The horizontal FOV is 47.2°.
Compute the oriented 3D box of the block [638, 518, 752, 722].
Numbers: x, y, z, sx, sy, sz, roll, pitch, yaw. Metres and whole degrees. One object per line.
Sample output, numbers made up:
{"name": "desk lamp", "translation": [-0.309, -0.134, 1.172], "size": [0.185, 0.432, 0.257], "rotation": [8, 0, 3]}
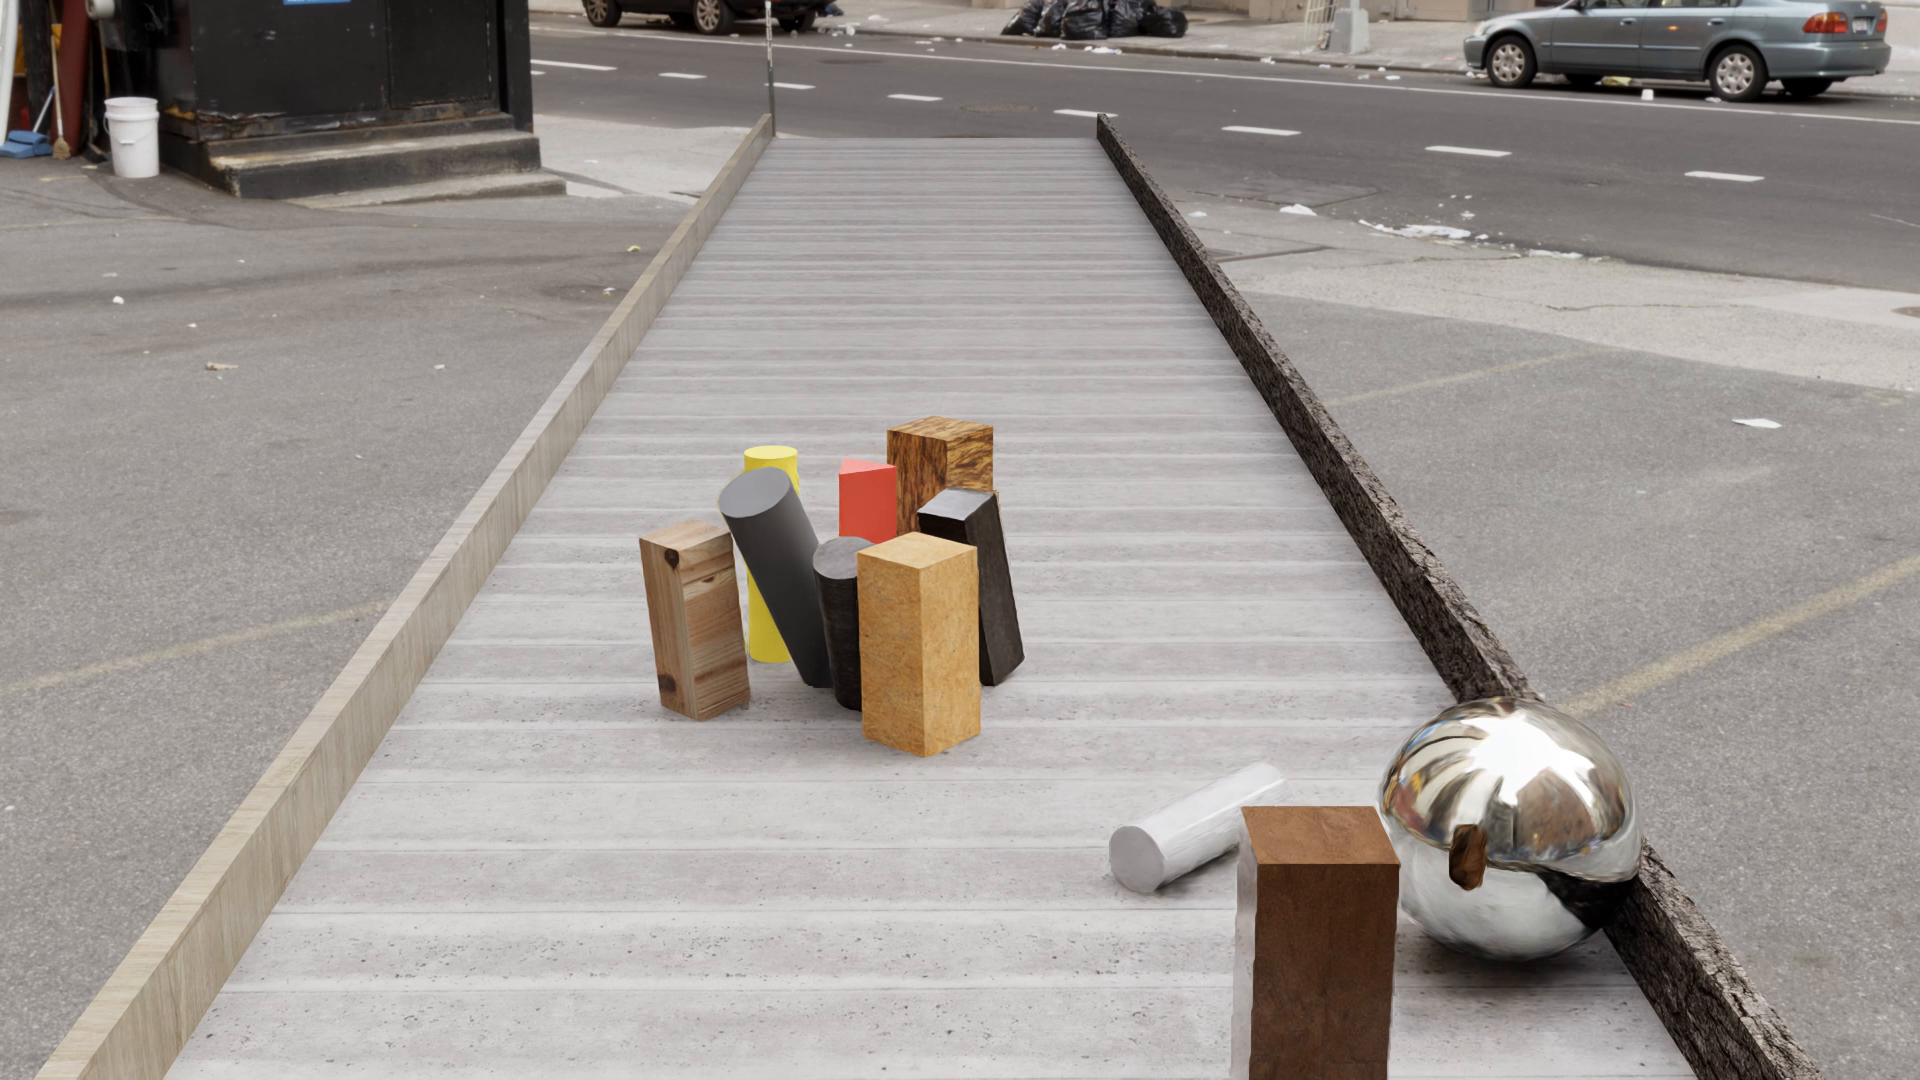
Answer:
{"name": "block", "translation": [-0.493, 0.149, 4.107], "size": [0.122, 0.342, 0.122], "rotation": [-22, 27, -39]}

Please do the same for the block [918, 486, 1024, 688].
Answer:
{"name": "block", "translation": [0.023, 0.091, 4.239], "size": [0.108, 0.373, 0.108], "rotation": [11, 35, 34]}

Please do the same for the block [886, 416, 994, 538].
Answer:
{"name": "block", "translation": [-0.044, -0.085, 4.915], "size": [0.168, 0.341, 0.168], "rotation": [12, 20, 35]}

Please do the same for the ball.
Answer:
{"name": "ball", "translation": [0.777, 0.412, 3.137], "size": [0.375, 0.375, 0.375], "rotation": [0, 17, 0]}

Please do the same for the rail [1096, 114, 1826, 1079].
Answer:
{"name": "rail", "translation": [0.932, -0.844, 7.801], "size": [0.050, 0.150, 12.000], "rotation": [0, 17, -1]}

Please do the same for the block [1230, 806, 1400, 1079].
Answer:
{"name": "block", "translation": [0.436, 0.541, 2.736], "size": [0.168, 0.382, 0.168], "rotation": [0, 17, 0]}

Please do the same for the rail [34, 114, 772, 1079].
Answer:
{"name": "rail", "translation": [-1.118, -0.838, 7.780], "size": [0.050, 0.150, 12.000], "rotation": [0, 17, -1]}

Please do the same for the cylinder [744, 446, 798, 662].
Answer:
{"name": "cylinder", "translation": [-0.372, 0.029, 4.391], "size": [0.105, 0.421, 0.105], "rotation": [0, 17, 0]}

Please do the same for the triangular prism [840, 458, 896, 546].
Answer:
{"name": "triangular prism", "translation": [-0.216, -0.003, 4.663], "size": [0.129, 0.327, 0.112], "rotation": [-9, 19, -27]}

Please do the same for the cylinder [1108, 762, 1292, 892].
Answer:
{"name": "cylinder", "translation": [0.387, 0.454, 3.501], "size": [0.109, 0.109, 0.346], "rotation": [15, 22, 40]}

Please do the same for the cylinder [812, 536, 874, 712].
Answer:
{"name": "cylinder", "translation": [-0.193, 0.158, 4.080], "size": [0.120, 0.331, 0.120], "rotation": [-4, 40, 3]}

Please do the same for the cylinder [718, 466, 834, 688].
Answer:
{"name": "cylinder", "translation": [-0.312, 0.076, 4.166], "size": [0.141, 0.446, 0.141], "rotation": [-13, 38, 11]}

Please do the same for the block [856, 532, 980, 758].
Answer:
{"name": "block", "translation": [-0.073, 0.187, 3.964], "size": [0.153, 0.357, 0.153], "rotation": [14, 23, 39]}
